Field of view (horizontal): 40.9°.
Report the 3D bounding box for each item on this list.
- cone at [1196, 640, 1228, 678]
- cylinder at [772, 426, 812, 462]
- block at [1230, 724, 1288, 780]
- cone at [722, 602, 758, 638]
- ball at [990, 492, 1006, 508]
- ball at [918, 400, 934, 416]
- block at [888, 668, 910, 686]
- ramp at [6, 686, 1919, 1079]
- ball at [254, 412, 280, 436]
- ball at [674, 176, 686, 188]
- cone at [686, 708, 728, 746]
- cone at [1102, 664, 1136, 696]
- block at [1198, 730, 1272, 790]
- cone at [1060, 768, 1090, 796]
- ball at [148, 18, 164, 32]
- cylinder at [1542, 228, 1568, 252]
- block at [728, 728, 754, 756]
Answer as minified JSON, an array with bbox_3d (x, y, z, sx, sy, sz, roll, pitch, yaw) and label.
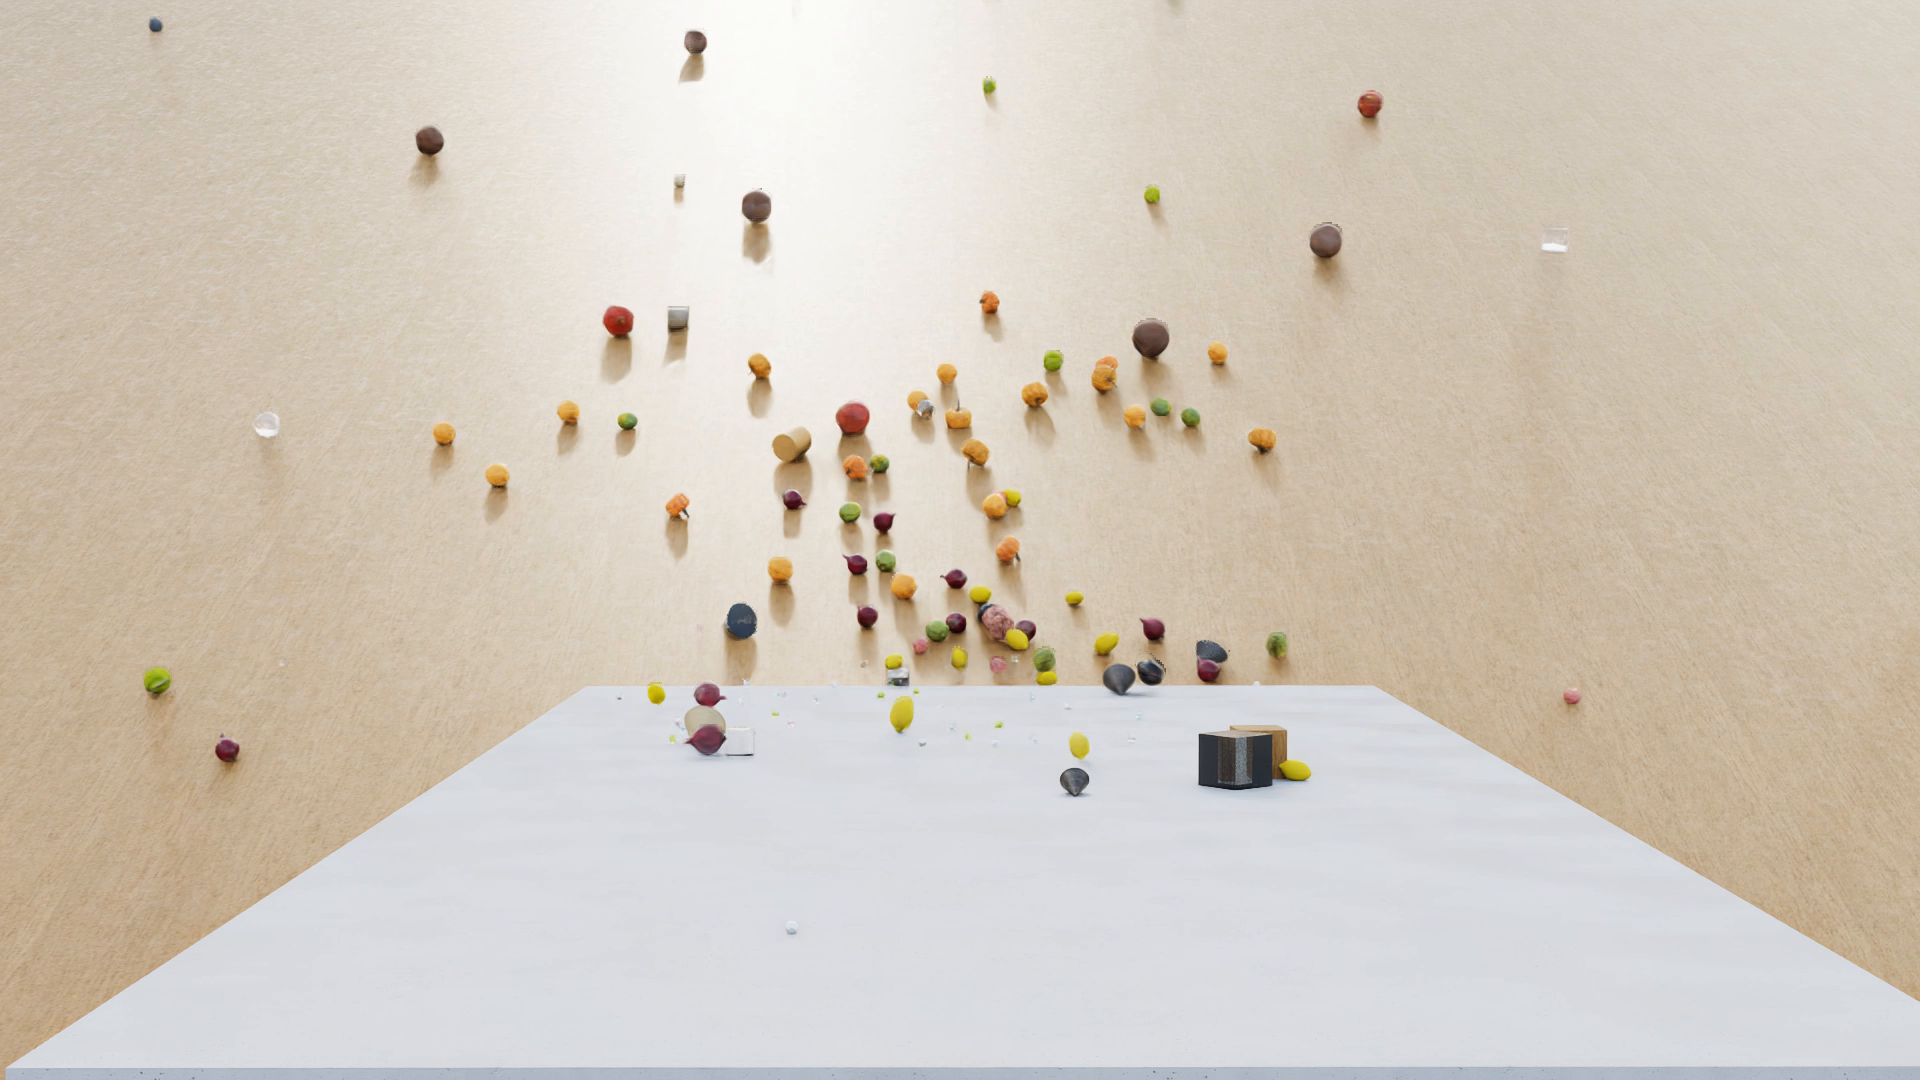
[{"bbox_3d":[0.649,0.329,6.814,0.091,0.091,0.091,12,53,26],"label":"cone"},{"bbox_3d":[-0.533,-0.307,8.190,0.092,0.092,0.092,13,27,27],"label":"cylinder"},{"bbox_3d":[0.551,0.392,4.762,0.090,0.090,0.090,0,2,-5],"label":"block"},{"bbox_3d":[-0.623,0.227,7.040,0.098,0.098,0.098,-23,6,-41],"label":"cone"},{"bbox_3d":[0.116,-0.122,7.821,0.051,0.051,0.051,0,24,0],"label":"ball"},{"bbox_3d":[-0.114,-0.436,8.526,0.056,0.056,0.056,0,24,0],"label":"ball"},{"bbox_3d":[-0.156,0.364,6.572,0.053,0.053,0.053,-4,23,1],"label":"block"},{"bbox_3d":[0.055,0.496,4.544,2.000,0.100,4.000,0,2,0],"label":"ramp"},{"bbox_3d":[-2.248,-0.375,8.357,0.081,0.081,0.081,0,24,0],"label":"ball"},{"bbox_3d":[-1.197,-1.531,11.007,0.054,0.054,0.054,0,24,0],"label":"ball"},{"bbox_3d":[-0.531,0.399,5.251,0.090,0.090,0.090,6,19,13],"label":"cone"},{"bbox_3d":[0.393,0.360,6.320,0.082,0.082,0.082,0,29,-1],"label":"cone"},{"bbox_3d":[0.495,0.395,4.631,0.094,0.094,0.094,-2,3,-39],"label":"block"},{"bbox_3d":[0.201,0.435,4.508,0.053,0.053,0.053,0,29,0],"label":"cone"},{"bbox_3d":[-4.286,-2.743,13.722,0.076,0.076,0.076,0,24,0],"label":"ball"},{"bbox_3d":[2.353,-1.187,10.178,0.093,0.093,0.093,6,25,14],"label":"cylinder"},{"bbox_3d":[-0.434,0.399,5.092,0.052,0.052,0.052,0,2,-5],"label":"block"}]
